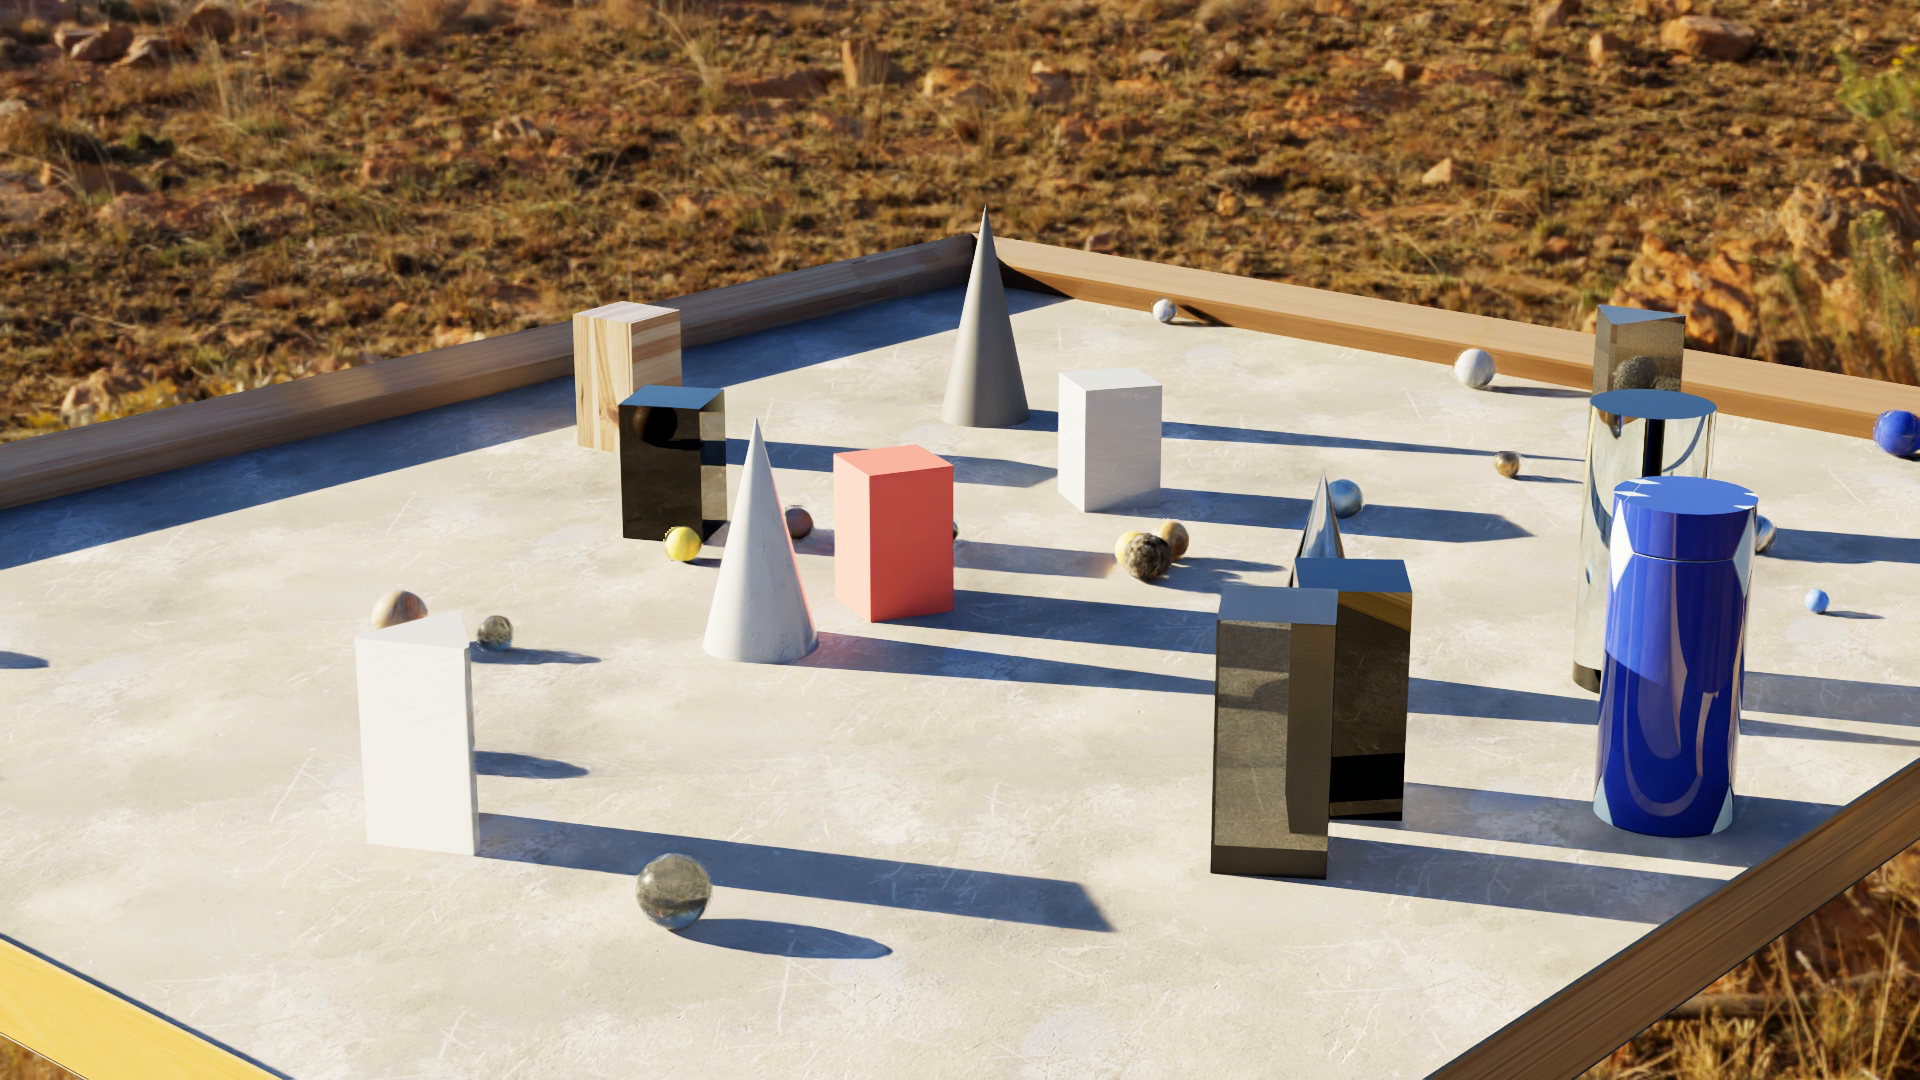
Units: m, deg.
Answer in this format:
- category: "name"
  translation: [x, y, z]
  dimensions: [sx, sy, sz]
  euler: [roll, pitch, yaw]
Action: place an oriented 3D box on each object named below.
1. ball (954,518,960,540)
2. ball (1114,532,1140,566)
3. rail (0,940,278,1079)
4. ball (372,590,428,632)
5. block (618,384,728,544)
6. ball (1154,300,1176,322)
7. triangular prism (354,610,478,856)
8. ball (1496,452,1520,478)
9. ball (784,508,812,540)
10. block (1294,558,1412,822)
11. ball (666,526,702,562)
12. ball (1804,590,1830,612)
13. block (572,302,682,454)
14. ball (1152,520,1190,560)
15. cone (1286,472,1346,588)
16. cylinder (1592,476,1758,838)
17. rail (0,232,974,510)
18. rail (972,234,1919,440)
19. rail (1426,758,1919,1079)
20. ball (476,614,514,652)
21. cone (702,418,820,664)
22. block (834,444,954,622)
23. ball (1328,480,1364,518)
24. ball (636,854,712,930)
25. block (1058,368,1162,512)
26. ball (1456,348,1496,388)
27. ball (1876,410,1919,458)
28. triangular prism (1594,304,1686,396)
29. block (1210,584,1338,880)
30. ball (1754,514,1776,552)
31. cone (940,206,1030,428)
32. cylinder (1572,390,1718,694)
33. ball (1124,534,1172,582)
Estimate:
- category: "ball"
  translation: [-0.024, -0.021, 5.432]
  dimensions: [0.049, 0.049, 0.049]
  euler: [0, 17, 0]
- category: "ball"
  translation: [0.311, 0.018, 5.271]
  dimensions: [0.067, 0.067, 0.067]
  euler: [0, 17, 0]
- category: "rail"
  translation: [-1.326, 0.473, 3.658]
  dimensions: [3.476, 0.126, 0.045]
  euler: [14, 22, 39]
- category: "ball"
  translation: [-0.927, 0.129, 4.857]
  dimensions: [0.094, 0.094, 0.094]
  euler: [0, 17, 0]
- category: "block"
  translation: [-0.535, -0.143, 5.477]
  dimensions: [0.156, 0.257, 0.156]
  euler: [4, 17, 12]
- category: "ball"
  translation: [0.504, -0.563, 7.214]
  dimensions: [0.058, 0.058, 0.058]
  euler: [0, 17, 0]
- category: "triangular prism"
  translation: [-0.721, 0.262, 4.062]
  dimensions: [0.168, 0.299, 0.146]
  euler: [5, 17, 16]
- category: "ball"
  translation: [1.095, -0.150, 5.859]
  dimensions: [0.049, 0.049, 0.049]
  euler: [0, 17, 0]
- category: "ball"
  translation: [-0.303, -0.031, 5.447]
  dimensions: [0.060, 0.060, 0.060]
  euler: [0, 17, 0]
- category: "block"
  translation: [0.551, 0.211, 4.164]
  dimensions: [0.156, 0.338, 0.156]
  euler: [1, 17, 4]
- category: "ball"
  translation: [-0.501, 0.007, 5.314]
  dimensions: [0.063, 0.063, 0.063]
  euler: [0, 17, 0]
- category: "ball"
  translation: [1.470, 0.105, 5.030]
  dimensions: [0.041, 0.041, 0.041]
  euler: [0, 17, 0]
- category: "block"
  translation: [-0.686, -0.335, 6.075]
  dimensions: [0.156, 0.279, 0.156]
  euler: [11, 20, 33]
- category: "ball"
  translation: [0.381, 0.001, 5.318]
  dimensions: [0.072, 0.072, 0.072]
  euler: [0, 17, 0]
- category: "cone"
  translation: [0.568, 0.061, 4.625]
  dimensions: [0.194, 0.359, 0.194]
  euler: [0, 17, 0]
- category: "cylinder"
  translation: [0.998, 0.162, 4.100]
  dimensions: [0.194, 0.468, 0.194]
  euler: [0, 17, 0]
- category: "rail"
  translation: [-1.294, -0.293, 6.196]
  dimensions: [0.045, 0.126, 4.093]
  euler: [14, 22, 39]
- category: "rail"
  translation: [1.326, -0.410, 6.583]
  dimensions: [3.476, 0.126, 0.045]
  euler: [14, 22, 39]
- category: "rail"
  translation: [1.294, 0.356, 4.044]
  dimensions: [0.045, 0.126, 4.093]
  euler: [14, 22, 39]
- category: "ball"
  translation: [-0.765, 0.154, 4.829]
  dimensions: [0.062, 0.062, 0.062]
  euler: [0, 17, 0]
- category: "cone"
  translation: [-0.331, -0.015, 4.817]
  dimensions: [0.194, 0.393, 0.194]
  euler: [0, 17, 0]
- category: "block"
  translation: [-0.114, -0.013, 5.043]
  dimensions: [0.156, 0.259, 0.156]
  euler: [-8, 18, -24]
- category: "ball"
  translation: [0.729, -0.078, 5.577]
  dimensions: [0.075, 0.075, 0.075]
  euler: [0, 17, 0]
- category: "ball"
  translation: [-0.369, 0.453, 3.779]
  dimensions: [0.097, 0.097, 0.097]
  euler: [0, 17, 0]
- category: "block"
  translation: [0.290, -0.196, 5.679]
  dimensions: [0.156, 0.240, 0.156]
  euler: [-5, 17, -16]
- category: "ball"
  translation: [1.155, -0.385, 6.569]
  dimensions: [0.089, 0.089, 0.089]
  euler: [0, 17, 0]
- category: "ball"
  translation: [1.925, -0.218, 6.002]
  dimensions: [0.097, 0.097, 0.097]
  euler: [0, 17, 0]
- category: "triangular prism"
  translation: [1.232, -0.228, 5.496]
  dimensions: [0.168, 0.408, 0.146]
  euler: [-9, 19, -26]
- category: "block"
  translation: [0.425, 0.258, 3.967]
  dimensions: [0.156, 0.360, 0.156]
  euler: [2, 17, 8]
- category: "ball"
  translation: [1.456, -0.011, 5.364]
  dimensions: [0.070, 0.070, 0.070]
  euler: [0, 17, 0]
- category: "cone"
  translation: [0.055, -0.489, 6.263]
  dimensions: [0.194, 0.466, 0.194]
  euler: [0, 17, 0]
- category: "cylinder"
  translation: [1.080, 0.006, 4.637]
  dimensions: [0.194, 0.456, 0.194]
  euler: [0, 17, 0]
- category: "ball"
  translation: [0.332, 0.032, 5.196]
  dimensions: [0.085, 0.085, 0.085]
  euler: [0, 17, 0]
